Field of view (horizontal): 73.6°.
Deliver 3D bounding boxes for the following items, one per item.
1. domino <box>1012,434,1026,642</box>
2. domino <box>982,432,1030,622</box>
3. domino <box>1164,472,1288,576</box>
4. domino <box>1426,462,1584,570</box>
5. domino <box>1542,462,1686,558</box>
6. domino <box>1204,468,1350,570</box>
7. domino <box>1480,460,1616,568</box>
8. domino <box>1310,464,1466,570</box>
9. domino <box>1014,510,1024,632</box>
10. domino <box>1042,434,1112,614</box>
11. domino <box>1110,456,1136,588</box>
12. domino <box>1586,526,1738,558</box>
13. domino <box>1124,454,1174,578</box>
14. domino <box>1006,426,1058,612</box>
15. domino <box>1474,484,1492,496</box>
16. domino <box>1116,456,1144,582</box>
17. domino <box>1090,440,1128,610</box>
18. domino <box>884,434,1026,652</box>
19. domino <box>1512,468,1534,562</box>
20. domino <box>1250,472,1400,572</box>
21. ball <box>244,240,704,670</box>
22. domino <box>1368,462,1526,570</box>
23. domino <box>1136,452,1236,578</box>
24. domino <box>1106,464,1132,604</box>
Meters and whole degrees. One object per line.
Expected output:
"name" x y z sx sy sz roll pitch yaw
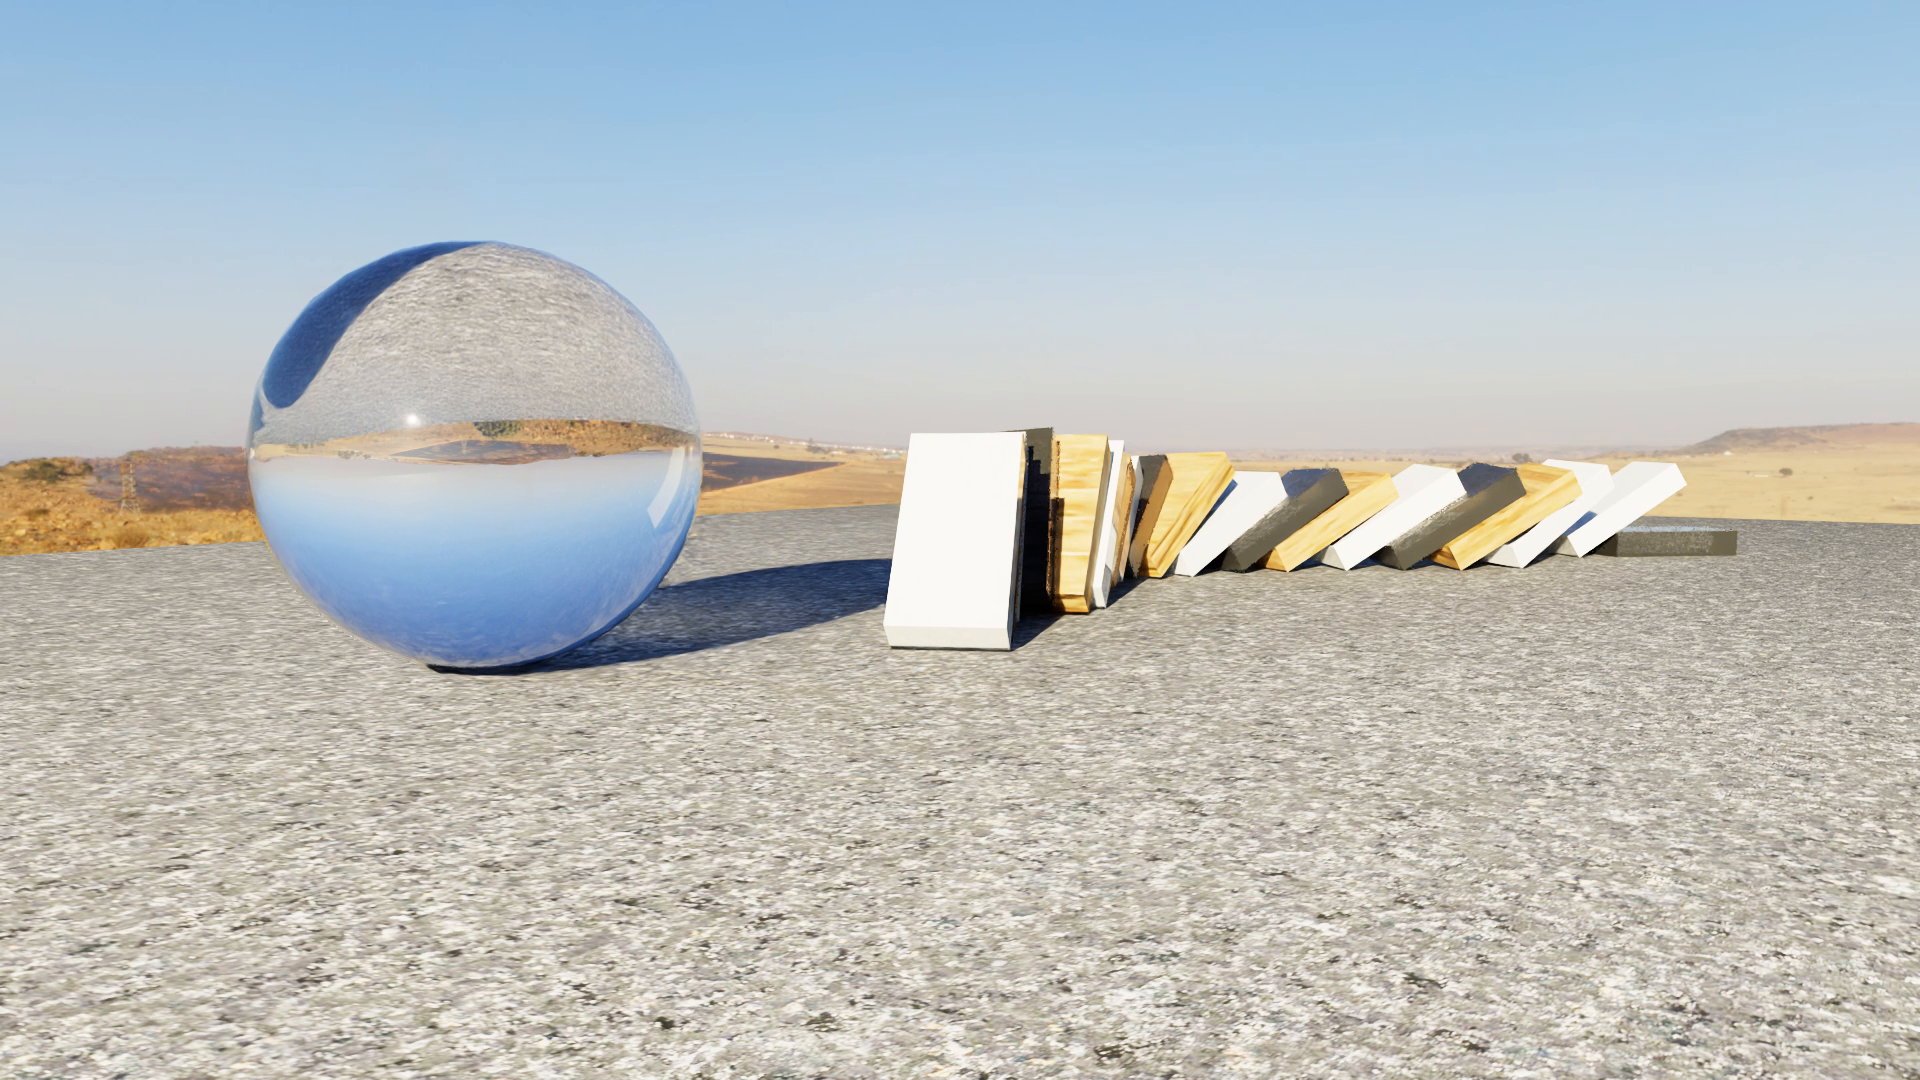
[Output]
"domino" 0.001 -0.001 0.288 0.025 0.050 0.010 1 -35 8
"domino" 0.003 -0.004 0.313 0.025 0.050 0.009 -1 -35 9
"domino" 0.083 -0.006 0.430 0.050 0.009 0.025 -36 22 -26
"domino" 0.185 -0.009 0.444 0.050 0.009 0.025 -31 13 -3
"domino" 0.249 -0.012 0.494 0.050 0.009 0.025 -33 8 -3
"domino" 0.105 -0.008 0.438 0.050 0.009 0.025 -34 14 -18
"domino" 0.204 -0.010 0.454 0.050 0.010 0.025 -36 21 -16
"domino" 0.146 -0.008 0.445 0.050 0.009 0.025 -32 13 -6
"domino" 0.002 -0.002 0.300 0.025 0.050 0.010 0 -35 8
"domino" 0.024 -0.005 0.333 0.025 0.050 0.010 1 -34 16
"domino" 0.036 -0.005 0.382 0.025 0.010 0.050 -4 39 19
"domino" 0.270 0.001 0.498 0.050 0.010 0.025 -1 4 -9
"domino" 0.050 -0.008 0.412 0.025 0.009 0.050 -2 40 28
"domino" 0.011 -0.005 0.325 0.025 0.050 0.009 -4 -36 13
"domino" 0.213 -0.008 0.502 0.025 0.010 0.050 2 25 29
"domino" 0.041 -0.007 0.397 0.025 0.009 0.050 -3 39 20
"domino" 0.029 -0.005 0.345 0.025 0.050 0.009 1 -38 16
"domino" 0.000 -0.001 0.275 0.025 0.050 0.009 1 -35 8
"domino" 0.204 -0.010 0.482 0.025 0.009 0.050 2 35 29
"domino" 0.123 -0.007 0.443 0.050 0.009 0.025 -31 13 -14
"ball" -0.089 -0.016 0.242 0.080 0.080 0.080 0 4 0
"domino" 0.166 -0.009 0.444 0.050 0.009 0.025 -31 13 -3
"domino" 0.067 -0.009 0.422 0.025 0.009 0.050 2 44 49
"domino" 0.032 -0.003 0.362 0.025 0.010 0.050 1 40 16
